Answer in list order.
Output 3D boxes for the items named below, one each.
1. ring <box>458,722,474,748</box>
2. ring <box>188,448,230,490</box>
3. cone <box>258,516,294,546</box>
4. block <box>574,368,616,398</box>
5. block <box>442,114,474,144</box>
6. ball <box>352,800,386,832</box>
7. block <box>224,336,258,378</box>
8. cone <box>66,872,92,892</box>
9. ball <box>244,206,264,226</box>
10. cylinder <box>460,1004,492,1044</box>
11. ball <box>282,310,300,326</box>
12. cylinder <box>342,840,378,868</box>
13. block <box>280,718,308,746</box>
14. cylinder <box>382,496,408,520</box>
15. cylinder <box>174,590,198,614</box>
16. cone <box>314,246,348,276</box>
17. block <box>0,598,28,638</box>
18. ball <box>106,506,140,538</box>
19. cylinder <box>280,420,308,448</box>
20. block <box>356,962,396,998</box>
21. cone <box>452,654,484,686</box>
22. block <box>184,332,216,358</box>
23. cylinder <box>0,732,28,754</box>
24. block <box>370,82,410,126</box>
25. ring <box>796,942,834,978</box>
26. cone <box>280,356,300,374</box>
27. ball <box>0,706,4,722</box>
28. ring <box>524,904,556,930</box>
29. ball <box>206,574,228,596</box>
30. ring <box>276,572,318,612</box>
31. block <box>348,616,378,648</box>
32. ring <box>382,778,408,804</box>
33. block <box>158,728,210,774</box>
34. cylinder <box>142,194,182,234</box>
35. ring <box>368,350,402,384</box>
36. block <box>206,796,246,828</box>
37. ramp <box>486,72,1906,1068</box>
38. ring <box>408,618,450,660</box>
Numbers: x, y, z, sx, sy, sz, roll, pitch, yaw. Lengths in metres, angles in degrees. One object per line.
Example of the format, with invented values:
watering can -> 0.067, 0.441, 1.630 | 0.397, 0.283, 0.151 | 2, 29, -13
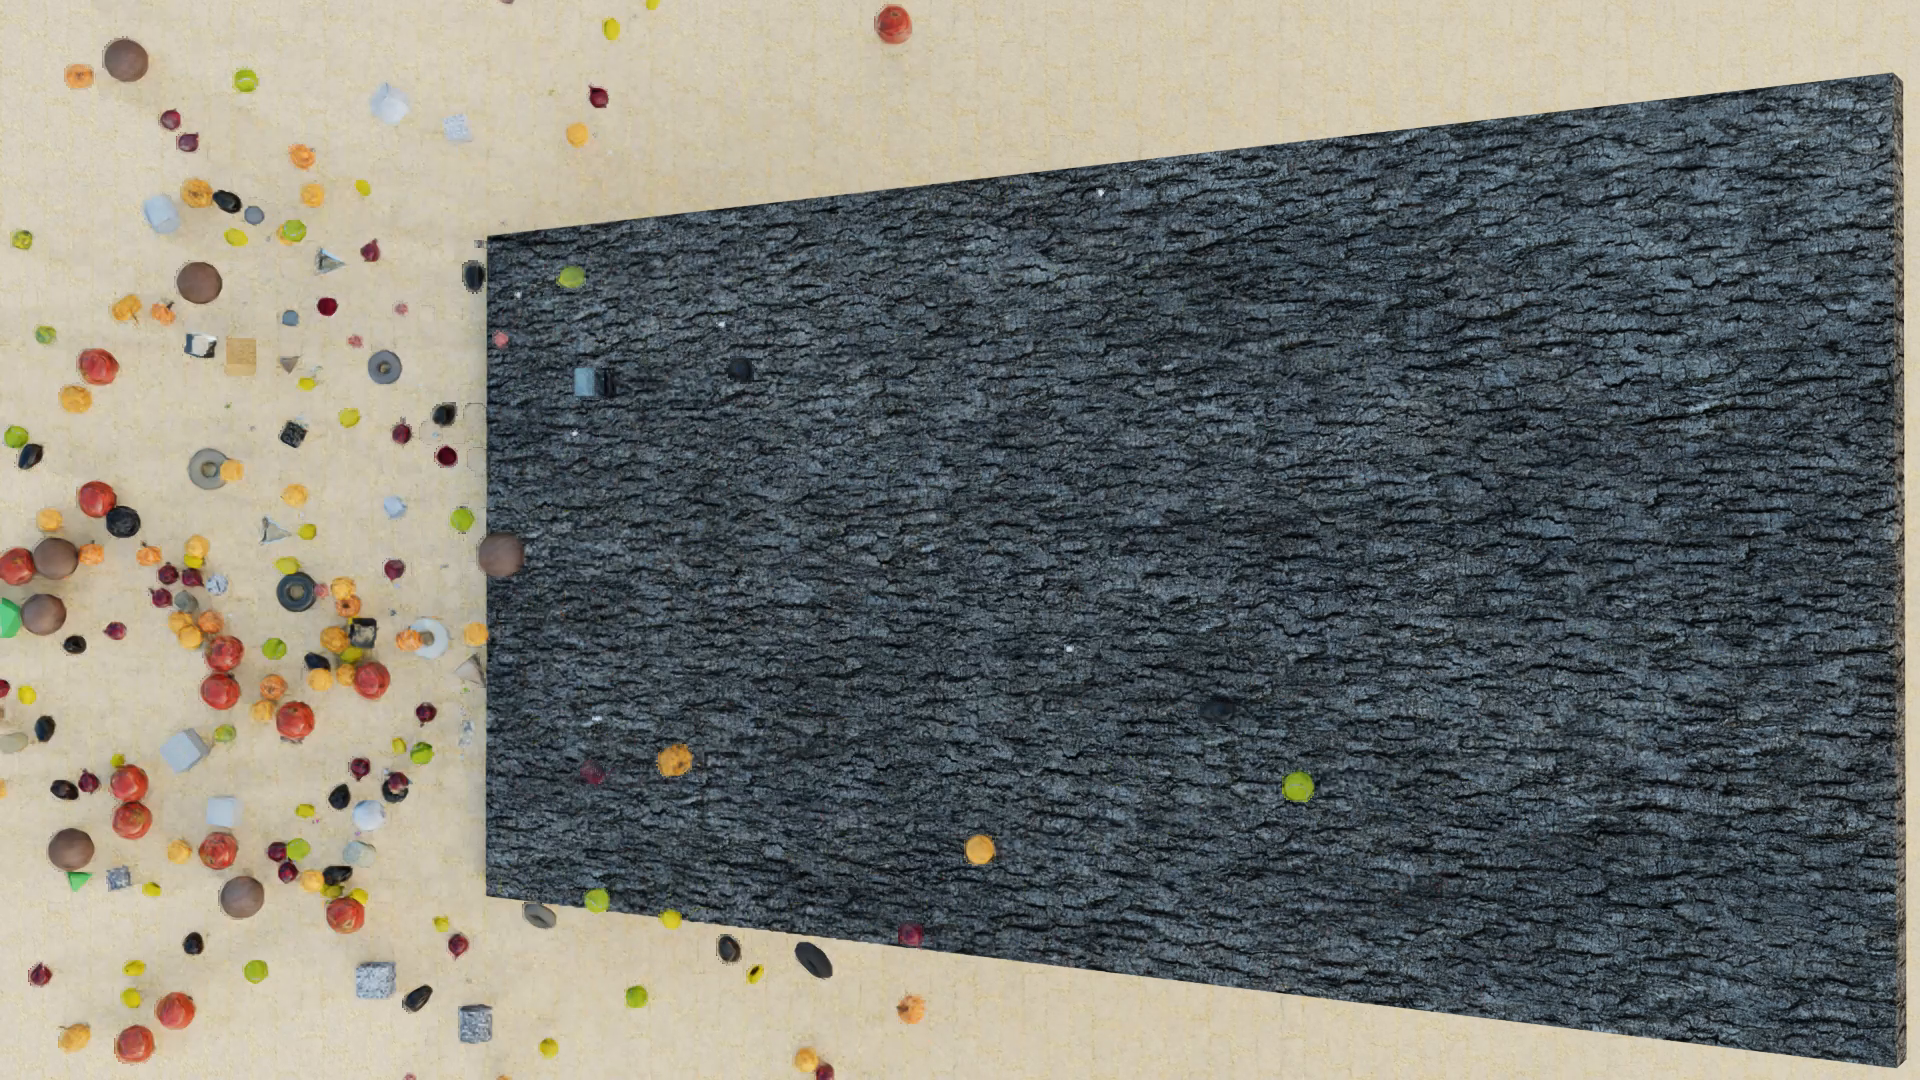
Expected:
ring -> -1.489, 0.588, 6.630 | 0.029, 0.088, 0.088 | 23, 90, -21
ring -> -2.295, -0.215, 6.722 | 0.130, 0.043, 0.130 | 0, 88, -6
cone -> -2.083, -0.020, 6.721 | 0.096, 0.096, 0.096 | 10, 89, -26
block -> -1.056, -0.454, 6.359 | 0.082, 0.082, 0.082 | 1, 90, 34
block -> -1.533, -1.255, 6.718 | 0.070, 0.070, 0.070 | -12, 90, 0
ball -> -1.780, 0.829, 6.626 | 0.096, 0.096, 0.096 | 0, 90, 0
block -> -2.181, -0.555, 6.671 | 0.087, 0.087, 0.087 | 3, 69, -19
cone -> -2.682, 1.032, 6.719 | 0.070, 0.070, 0.070 | -20, 90, -27
ball -> -2.157, -0.992, 6.722 | 0.058, 0.058, 0.058 | 0, 90, 0
cylinder -> -1.469, 1.471, 6.683 | 0.096, 0.096, 0.096 | 0, 90, 0
ball -> -2.047, -0.677, 6.723 | 0.051, 0.051, 0.051 | 0, 90, 0
cylinder -> -1.825, 0.956, 6.686 | 0.072, 0.072, 0.072 | -8, 71, 25
block -> -2.027, 0.584, 6.690 | 0.064, 0.064, 0.064 | 16, 76, -16
cylinder -> -1.725, -0.100, 6.712 | 0.053, 0.053, 0.053 | -36, 79, 0
cylinder -> -2.359, 0.190, 6.707 | 0.052, 0.052, 0.052 | 39, 90, 31
cone -> -1.919, -0.846, 6.729 | 0.095, 0.095, 0.095 | 5, 89, -27
block -> -2.916, 0.237, 6.697 | 0.089, 0.089, 0.089 | 29, 90, 0
ball -> -2.548, -0.054, 6.694 | 0.099, 0.099, 0.099 | 0, 90, 0
cylinder -> -2.035, -0.321, 6.715 | 0.062, 0.062, 0.062 | 31, 89, 0
block -> -1.775, 1.337, 6.686 | 0.093, 0.093, 0.093 | 0, 90, 0
cone -> -1.468, 0.410, 6.654 | 0.095, 0.095, 0.095 | -42, 91, 0
block -> -2.308, -0.591, 6.682 | 0.061, 0.061, 0.061 | 18, 103, 20
cylinder -> -2.879, 0.617, 6.693 | 0.060, 0.060, 0.060 | 1, 96, 7
block -> -1.726, -1.320, 6.664 | 0.080, 0.080, 0.080 | 26, 117, -37
ring -> -0.398, 1.146, 5.997 | 0.125, 0.125, 0.042 | 45, 64, 0
cone -> -2.044, -0.548, 6.735 | 0.056, 0.056, 0.056 | -36, 90, -27
ball -> -2.955, 0.533, 6.699 | 0.079, 0.079, 0.079 | 0, 90, 0
ring -> -1.250, 1.120, 6.549 | 0.106, 0.106, 0.035 | 24, 52, 0
ball -> -2.267, 0.137, 6.710 | 0.065, 0.065, 0.065 | 0, 90, 0
ring -> -2.026, 0.159, 6.721 | 0.125, 0.042, 0.125 | 0, 89, 1
block -> -1.811, 0.281, 6.671 | 0.067, 0.067, 0.067 | 7, 112, -26
ring -> -1.729, 0.765, 6.724 | 0.080, 0.027, 0.080 | 0, 90, 1
block -> -2.359, 0.642, 6.691 | 0.095, 0.095, 0.095 | -38, 90, 0
cylinder -> -2.430, -0.991, 6.700 | 0.085, 0.085, 0.085 | -32, 77, 0
ring -> -1.760, -0.528, 6.730 | 0.104, 0.035, 0.104 | 0, 88, 0
block -> -2.235, 0.825, 6.693 | 0.080, 0.080, 0.080 | 8, 90, 5
ramp -> 0.250, 0.069, 5.579 | 4.000, 0.100, 2.000 | 0, 89, 34
ring -> -1.625, 0.300, 6.720 | 0.128, 0.043, 0.128 | 0, 90, 0
